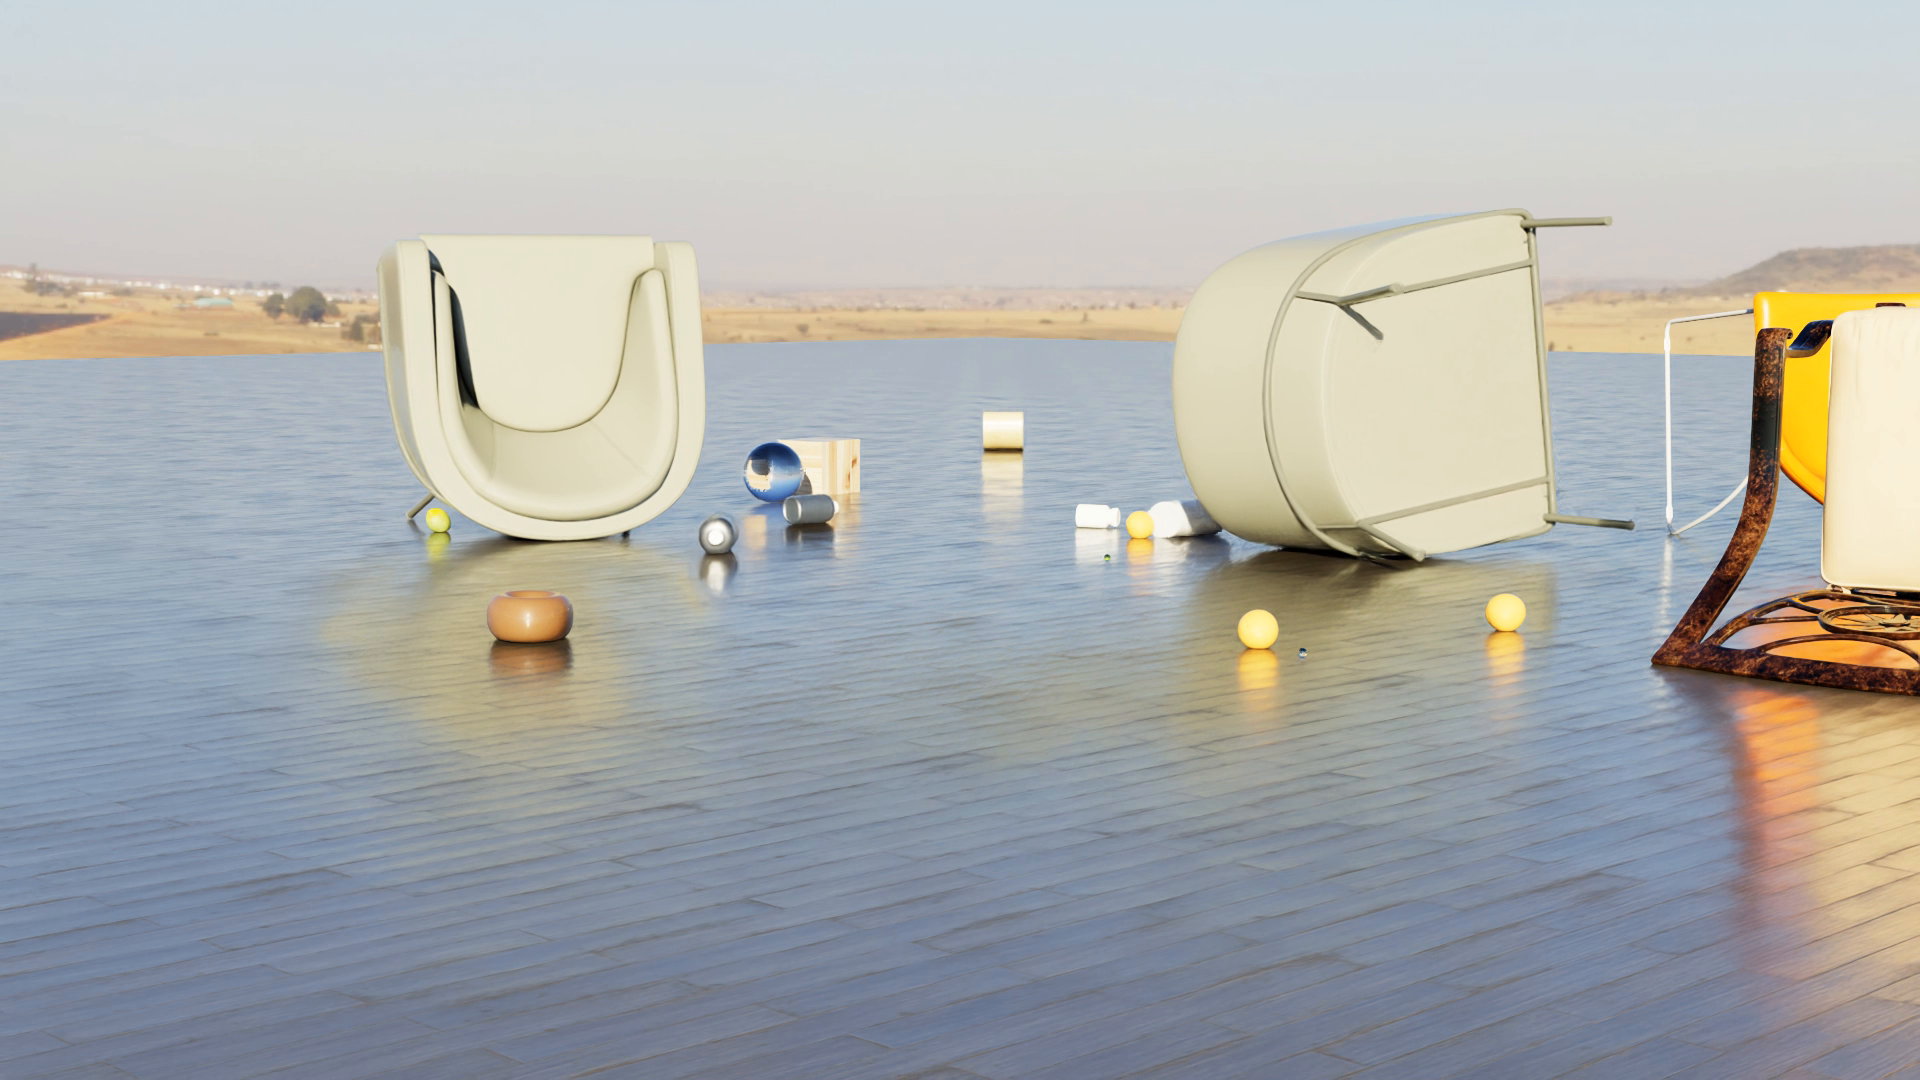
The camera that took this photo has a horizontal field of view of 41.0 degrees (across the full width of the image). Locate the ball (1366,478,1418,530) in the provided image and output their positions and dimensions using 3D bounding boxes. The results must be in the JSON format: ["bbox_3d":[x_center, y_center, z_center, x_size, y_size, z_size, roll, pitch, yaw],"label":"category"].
[{"bbox_3d":[1.122,-0.093,6.660,0.134,0.134,0.134,0,6,0],"label":"ball"}]

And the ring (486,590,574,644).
[{"bbox_3d":[-0.784,0.139,4.677,0.157,0.082,0.213,0,5,-12],"label":"ring"}]

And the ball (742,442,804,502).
[{"bbox_3d":[-0.543,-0.197,7.460,0.177,0.177,0.177,0,6,0],"label":"ball"}]

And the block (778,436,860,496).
[{"bbox_3d":[-0.428,-0.225,7.811,0.165,0.161,0.190,4,7,34],"label":"block"}]

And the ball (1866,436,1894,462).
[{"bbox_3d":[3.255,-0.321,9.083,0.092,0.092,0.092,0,6,0],"label":"ball"}]

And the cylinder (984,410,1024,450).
[{"bbox_3d":[0.165,-0.415,9.711,0.148,0.128,0.180,0,-33,2],"label":"cylinder"}]

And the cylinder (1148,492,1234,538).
[{"bbox_3d":[0.585,-0.058,6.520,0.192,0.091,0.123,-14,-7,-39],"label":"cylinder"}]
